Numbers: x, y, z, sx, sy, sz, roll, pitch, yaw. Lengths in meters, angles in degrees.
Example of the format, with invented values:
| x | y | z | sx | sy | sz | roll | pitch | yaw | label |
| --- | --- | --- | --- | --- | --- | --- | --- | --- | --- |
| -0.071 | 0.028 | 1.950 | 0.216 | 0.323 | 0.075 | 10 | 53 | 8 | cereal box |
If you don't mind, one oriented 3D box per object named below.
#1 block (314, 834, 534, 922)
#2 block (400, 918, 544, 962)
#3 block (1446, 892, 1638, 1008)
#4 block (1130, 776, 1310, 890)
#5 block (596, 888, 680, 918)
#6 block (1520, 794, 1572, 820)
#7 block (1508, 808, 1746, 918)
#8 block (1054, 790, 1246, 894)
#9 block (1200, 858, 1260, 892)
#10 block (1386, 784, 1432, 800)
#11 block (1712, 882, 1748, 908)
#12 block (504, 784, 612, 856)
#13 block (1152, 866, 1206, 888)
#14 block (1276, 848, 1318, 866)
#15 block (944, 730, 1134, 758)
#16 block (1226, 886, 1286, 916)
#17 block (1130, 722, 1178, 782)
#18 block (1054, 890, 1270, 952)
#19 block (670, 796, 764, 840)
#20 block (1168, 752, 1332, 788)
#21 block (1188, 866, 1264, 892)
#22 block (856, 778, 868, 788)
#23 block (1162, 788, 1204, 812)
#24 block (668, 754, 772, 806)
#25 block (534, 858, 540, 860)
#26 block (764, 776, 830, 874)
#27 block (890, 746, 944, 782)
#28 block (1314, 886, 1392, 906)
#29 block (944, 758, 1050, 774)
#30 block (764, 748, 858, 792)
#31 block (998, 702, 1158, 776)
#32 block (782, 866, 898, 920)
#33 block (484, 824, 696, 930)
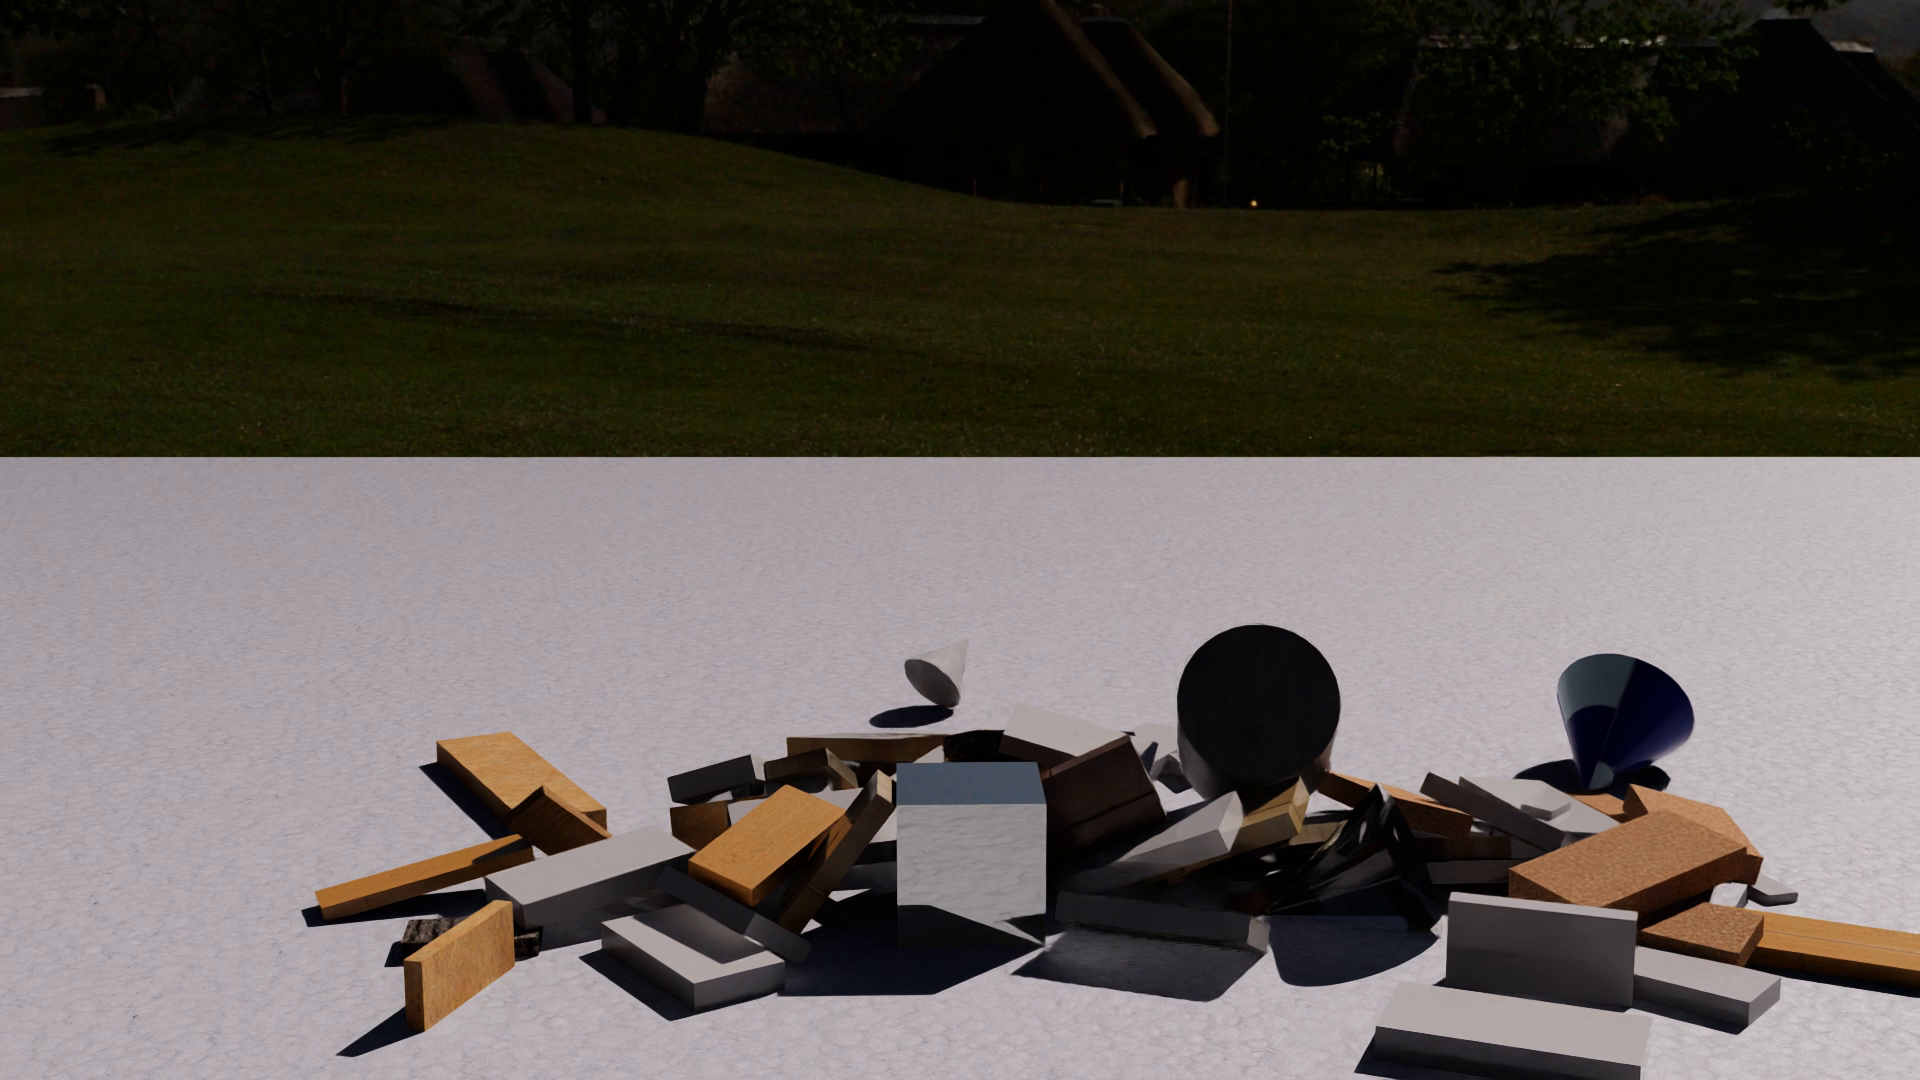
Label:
| x | y | z | sx | sy | sz | roll | pitch | yaw | label |
| --- | --- | --- | --- | --- | --- | --- | --- | --- | --- |
| -0.883 | 0.556 | 3.632 | 0.347 | 0.025 | 0.088 | -14 | 15 | -21 | block |
| -0.759 | 0.620 | 3.429 | 0.207 | 0.029 | 0.104 | -1 | 11 | -7 | block |
| 0.855 | 0.602 | 3.238 | 0.266 | 0.133 | 0.038 | 4 | 12 | 18 | block |
| 0.429 | 0.489 | 3.679 | 0.302 | 0.043 | 0.151 | -22 | 10 | 21 | block |
| -0.512 | 0.583 | 3.641 | 0.088 | 0.025 | 0.176 | 8 | 13 | 36 | block |
| 1.039 | 0.474 | 3.902 | 0.056 | 0.016 | 0.112 | 12 | 10 | 31 | block |
| 1.055 | 0.523 | 3.473 | 0.342 | 0.048 | 0.171 | -15 | 22 | -28 | block |
| 0.313 | 0.506 | 3.625 | 0.301 | 0.043 | 0.151 | -22 | 10 | 23 | block |
| 0.451 | 0.559 | 3.676 | 0.059 | 0.017 | 0.117 | -4 | 11 | -17 | block |
| 0.867 | 0.489 | 4.154 | 0.149 | 0.021 | 0.075 | 5 | 12 | 27 | block |
| 1.152 | 0.582 | 3.615 | 0.250 | 0.035 | 0.125 | 6 | 12 | 28 | block |
| -0.675 | 0.490 | 3.711 | 0.088 | 0.175 | 0.025 | -39 | 38 | 9 | block |
| 0.393 | 0.538 | 3.714 | 0.148 | 0.021 | 0.074 | -27 | 9 | -20 | block |
| 0.607 | 0.527 | 3.671 | 0.148 | 0.021 | 0.074 | -1 | -8 | -35 | block |
| 0.142 | 0.370 | 3.942 | 0.307 | 0.043 | 0.153 | 3 | -10 | -22 | block |
| 0.502 | 0.593 | 3.606 | 0.117 | 0.017 | 0.058 | -5 | 12 | -24 | block |
| 0.378 | 0.428 | 4.433 | 0.140 | 0.040 | 0.281 | 6 | 12 | 29 | block |
| 0.313 | 0.589 | 3.393 | 0.301 | 0.043 | 0.151 | 4 | -14 | 21 | block |
| -0.358 | 0.505 | 3.823 | 0.281 | 0.040 | 0.140 | -7 | 31 | -7 | block |
| 0.569 | 0.448 | 4.325 | 0.284 | 0.040 | 0.142 | -3 | 11 | -15 | block |
| 0.435 | 0.565 | 3.748 | 0.148 | 0.021 | 0.074 | 10 | 14 | 42 | block |
| -0.169 | 0.489 | 4.126 | 0.109 | 0.031 | 0.218 | -2 | 11 | -9 | block |
| 0.486 | 0.494 | 4.078 | 0.142 | 0.040 | 0.284 | 9 | 14 | 39 | block |
| -0.400 | 0.432 | 3.902 | 0.152 | 0.043 | 0.303 | -16 | -12 | 6 | block |
| -0.672 | 0.555 | 3.699 | 0.130 | 0.018 | 0.065 | 0 | -25 | 10 | block |
| -0.261 | 0.486 | 3.770 | 0.109 | 0.031 | 0.218 | -6 | 31 | -14 | block |
| -0.106 | 0.461 | 3.965 | 0.031 | 0.111 | 0.222 | 36 | 36 | 21 | block |
| 0.650 | 0.588 | 3.635 | 0.117 | 0.017 | 0.058 | 0 | 11 | -1 | block |
| 0.123 | 0.416 | 3.817 | 0.284 | 0.040 | 0.142 | 0 | 11 | -8 | block |
| -0.262 | 0.422 | 3.919 | 0.111 | 0.031 | 0.222 | -14 | -20 | 7 | block |
| 0.206 | 0.359 | 3.800 | 0.257 | 0.036 | 0.129 | 16 | 24 | 7 | block |
| -0.207 | 0.576 | 3.660 | 0.109 | 0.031 | 0.222 | -6 | 12 | -31 | block |
| -0.594 | 0.542 | 3.553 | 0.304 | 0.043 | 0.152 | -14 | 18 | -32 | block |
